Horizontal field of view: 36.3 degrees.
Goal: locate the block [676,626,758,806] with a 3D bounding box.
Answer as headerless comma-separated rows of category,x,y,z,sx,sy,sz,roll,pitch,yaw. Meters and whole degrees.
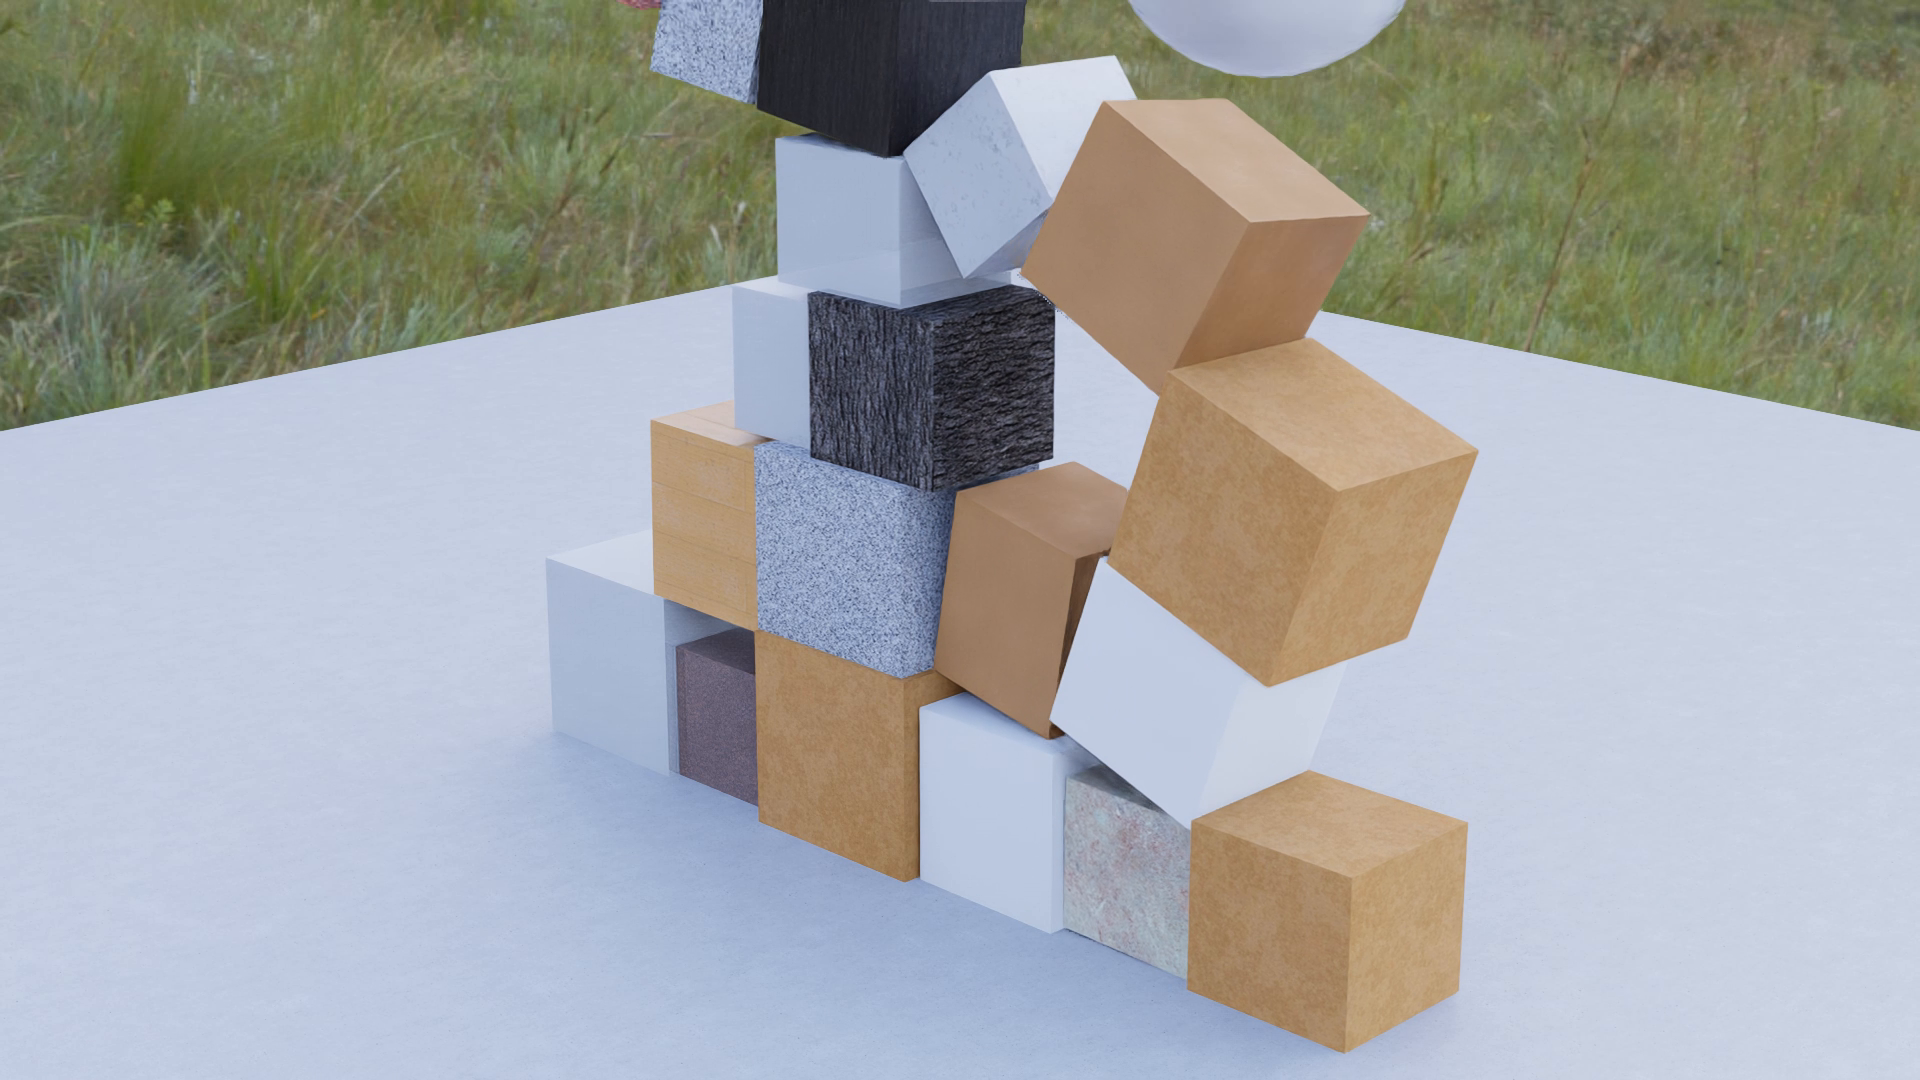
block,-0.874,0.842,14.536,0.759,0.678,0.721,-17,24,-42

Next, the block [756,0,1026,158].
block,-0.306,-2.206,13.033,0.764,0.729,0.874,-16,31,-42

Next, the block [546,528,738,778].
block,-1.472,0.541,15.063,0.873,0.936,0.943,-17,24,-42

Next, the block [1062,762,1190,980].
block,0.973,1.372,12.777,0.717,0.710,0.747,-17,25,-42

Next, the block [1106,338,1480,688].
block,1.345,-0.131,11.955,0.891,0.929,0.942,-15,42,-42

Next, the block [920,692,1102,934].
block,0.405,1.151,13.284,0.837,0.839,0.822,-17,24,-42

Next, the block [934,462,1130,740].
block,0.452,0.257,13.055,0.730,0.883,0.755,-16,33,-40

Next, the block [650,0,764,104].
block,-0.916,-2.433,13.568,0.669,0.709,0.648,24,20,38

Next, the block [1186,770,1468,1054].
block,1.524,1.527,12.203,0.828,0.769,0.785,16,24,42

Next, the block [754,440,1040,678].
block,-0.293,0.000,13.626,0.972,0.892,0.886,17,24,42

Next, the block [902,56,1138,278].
block,0.344,-1.606,12.597,0.774,0.628,0.654,-16,-14,-42

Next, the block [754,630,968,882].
block,-0.267,0.892,13.892,0.965,0.969,1.007,-17,24,-42

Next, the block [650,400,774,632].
block,-0.921,-0.154,14.248,0.805,0.889,0.823,18,25,42

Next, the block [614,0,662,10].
block,-1.444,-2.834,13.807,0.532,0.524,0.536,-15,30,-41

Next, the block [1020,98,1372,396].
block,0.964,-1.221,12.095,0.824,0.841,0.877,-10,45,-47

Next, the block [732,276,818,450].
block,-0.630,-0.854,13.708,0.597,0.688,0.621,-17,24,-42

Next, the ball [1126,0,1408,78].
ball,1.467,-3.005,13.935,1.600,1.600,1.600,0,17,0

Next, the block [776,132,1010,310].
block,-0.298,-1.477,13.196,0.792,0.654,0.700,16,24,42

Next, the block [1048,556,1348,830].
block,1.031,0.559,12.420,0.760,0.835,0.845,-17,43,-43

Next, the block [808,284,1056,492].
block,-0.127,-0.737,13.209,0.792,0.765,0.771,16,24,42
